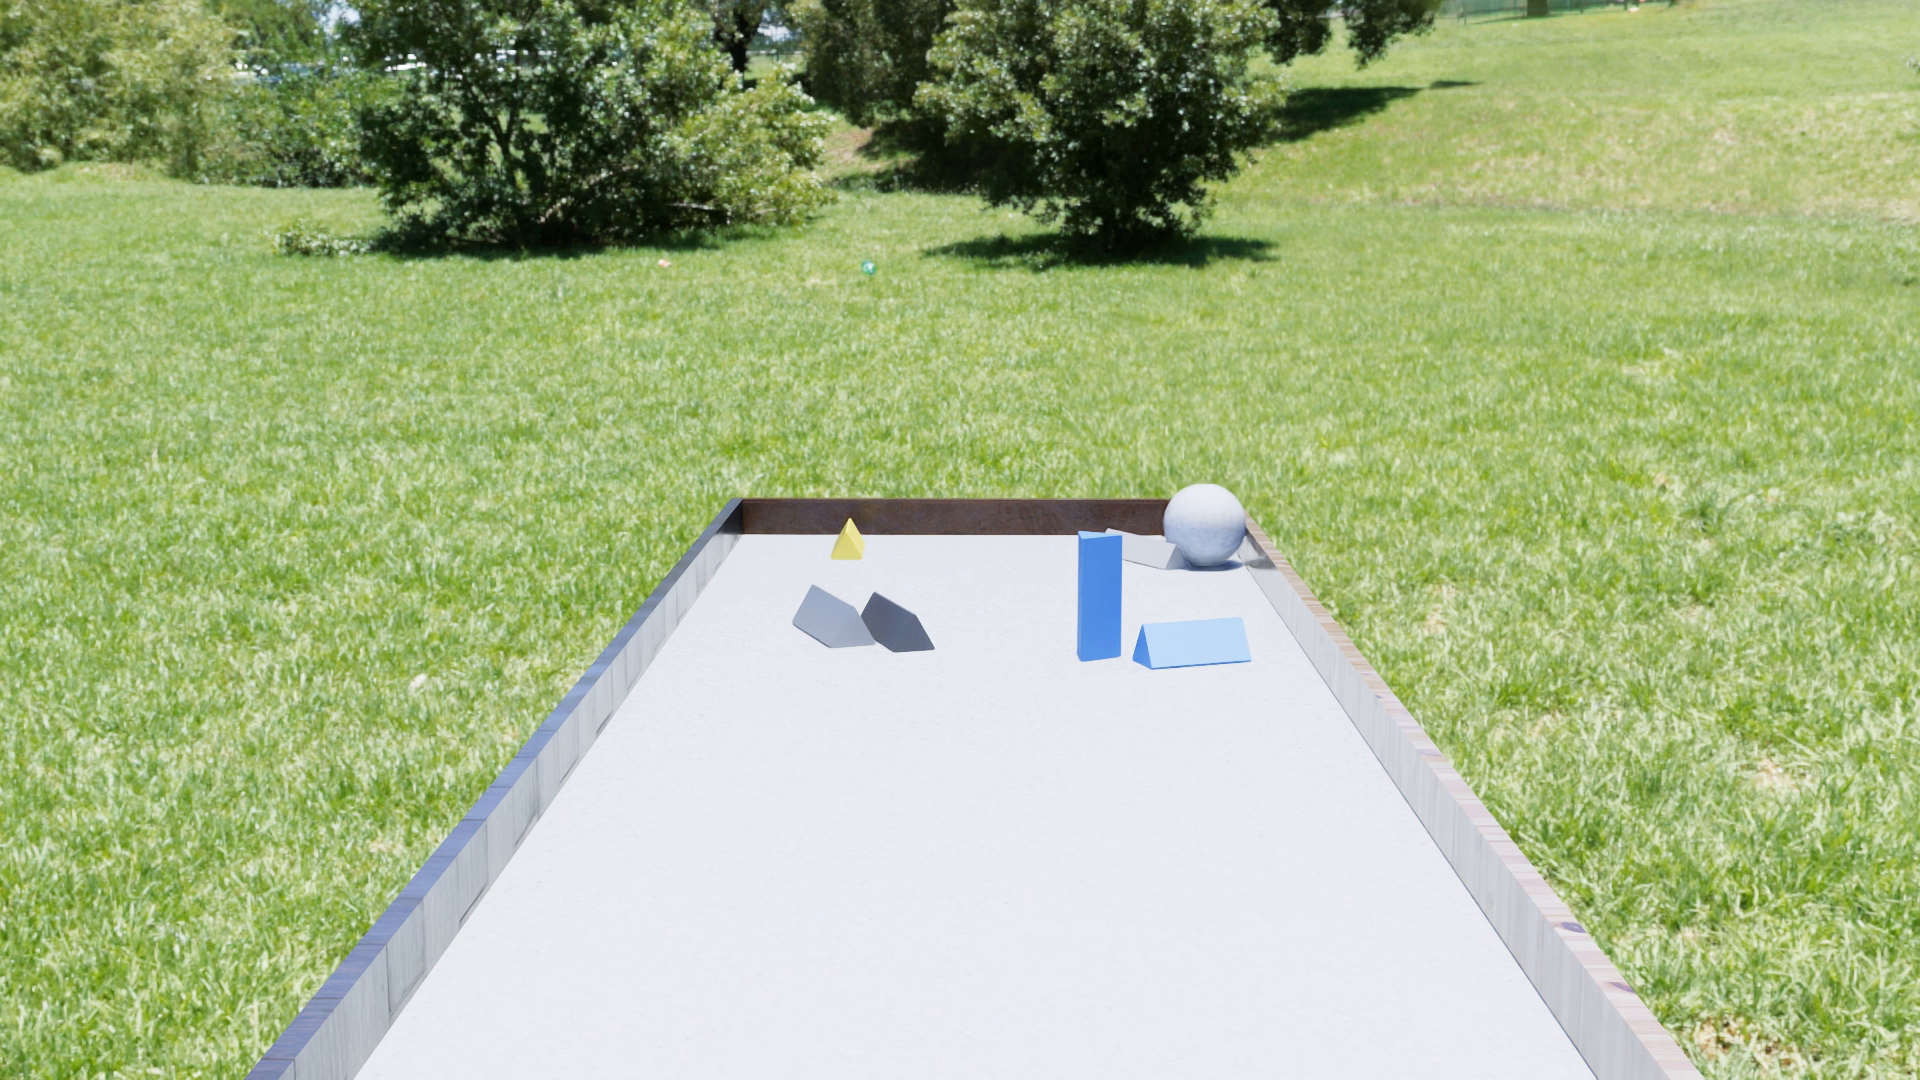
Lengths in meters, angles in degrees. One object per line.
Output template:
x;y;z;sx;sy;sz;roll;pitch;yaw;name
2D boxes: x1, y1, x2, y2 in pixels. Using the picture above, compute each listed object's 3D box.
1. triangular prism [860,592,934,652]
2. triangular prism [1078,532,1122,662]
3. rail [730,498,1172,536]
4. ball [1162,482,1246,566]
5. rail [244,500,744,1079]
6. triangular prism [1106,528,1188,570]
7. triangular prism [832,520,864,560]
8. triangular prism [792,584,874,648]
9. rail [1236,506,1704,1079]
-0.210;0.255;7.010;0.133;0.115;0.417;-3;9;-19;triangular prism
0.400;0.169;6.735;0.147;0.379;0.127;-5;10;-31;triangular prism
0.099;-0.098;9.147;2.100;0.150;0.050;0;9;1;rail
0.931;-0.060;8.378;0.316;0.316;0.316;0;9;0;ball
-1.004;0.839;3.234;0.050;0.150;12.000;0;9;1;rail
0.702;0.032;8.488;0.110;0.095;0.458;-6;11;-30;triangular prism
-0.443;-0.007;8.701;0.120;0.104;0.372;0;9;-1;triangular prism
-0.410;0.237;7.075;0.149;0.129;0.416;-3;9;-21;triangular prism
1.046;0.843;3.208;0.050;0.150;12.000;0;9;1;rail
